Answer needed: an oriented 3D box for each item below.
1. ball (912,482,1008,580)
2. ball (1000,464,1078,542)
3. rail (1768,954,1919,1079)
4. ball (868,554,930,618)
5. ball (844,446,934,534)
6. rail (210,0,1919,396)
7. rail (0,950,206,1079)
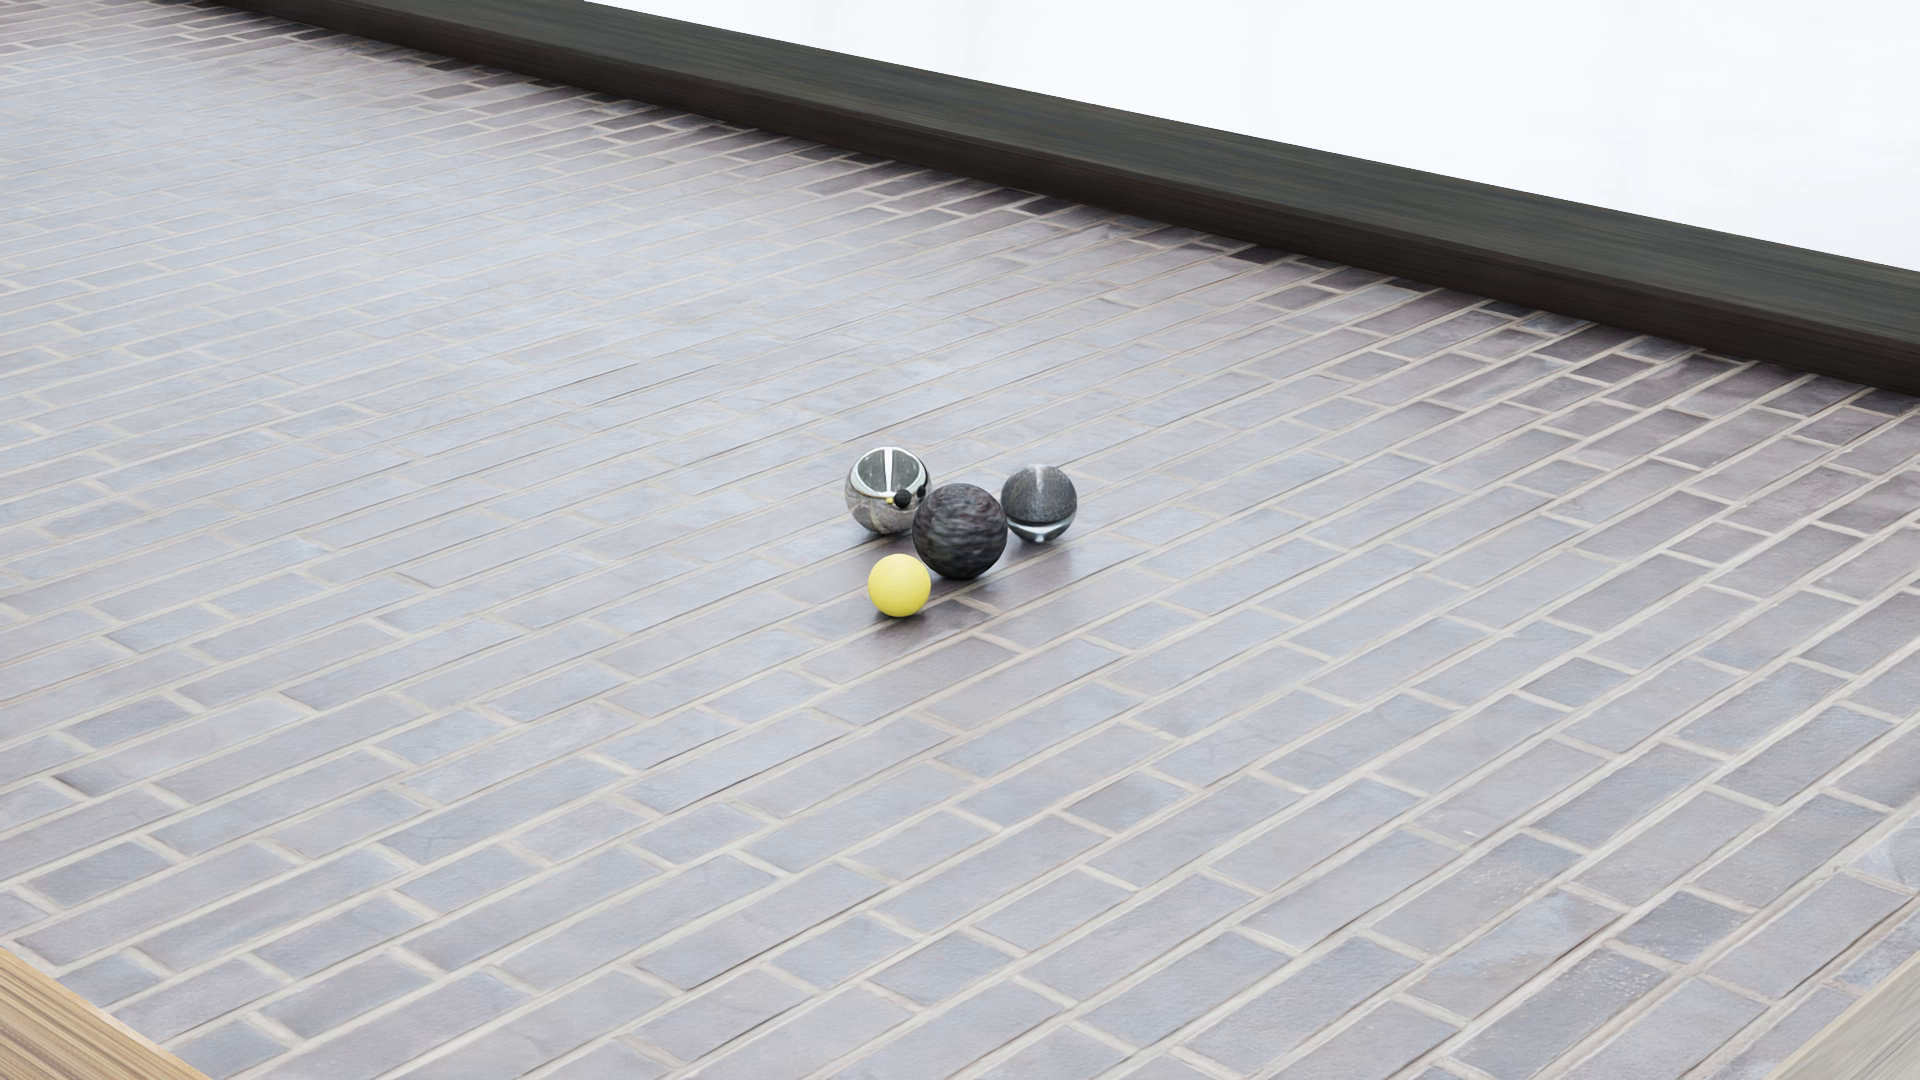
[{"bbox_3d":[0.000,-0.008,2.569,0.084,0.084,0.084,0,22,0],"label":"ball"},{"bbox_3d":[0.071,-0.034,2.651,0.071,0.071,0.071,0,22,0],"label":"ball"},{"bbox_3d":[0.729,0.218,1.935,0.045,0.130,2.060,19,28,39],"label":"rail"},{"bbox_3d":[-0.051,0.039,2.493,0.054,0.054,0.054,0,22,0],"label":"ball"},{"bbox_3d":[-0.065,-0.045,2.666,0.081,0.081,0.081,0,22,0],"label":"ball"},{"bbox_3d":[-0.068,-0.553,3.878,4.043,0.130,0.045,19,28,39],"label":"rail"},{"bbox_3d":[-1.425,-0.005,2.496,4.043,0.130,0.045,19,28,39],"label":"rail"}]
